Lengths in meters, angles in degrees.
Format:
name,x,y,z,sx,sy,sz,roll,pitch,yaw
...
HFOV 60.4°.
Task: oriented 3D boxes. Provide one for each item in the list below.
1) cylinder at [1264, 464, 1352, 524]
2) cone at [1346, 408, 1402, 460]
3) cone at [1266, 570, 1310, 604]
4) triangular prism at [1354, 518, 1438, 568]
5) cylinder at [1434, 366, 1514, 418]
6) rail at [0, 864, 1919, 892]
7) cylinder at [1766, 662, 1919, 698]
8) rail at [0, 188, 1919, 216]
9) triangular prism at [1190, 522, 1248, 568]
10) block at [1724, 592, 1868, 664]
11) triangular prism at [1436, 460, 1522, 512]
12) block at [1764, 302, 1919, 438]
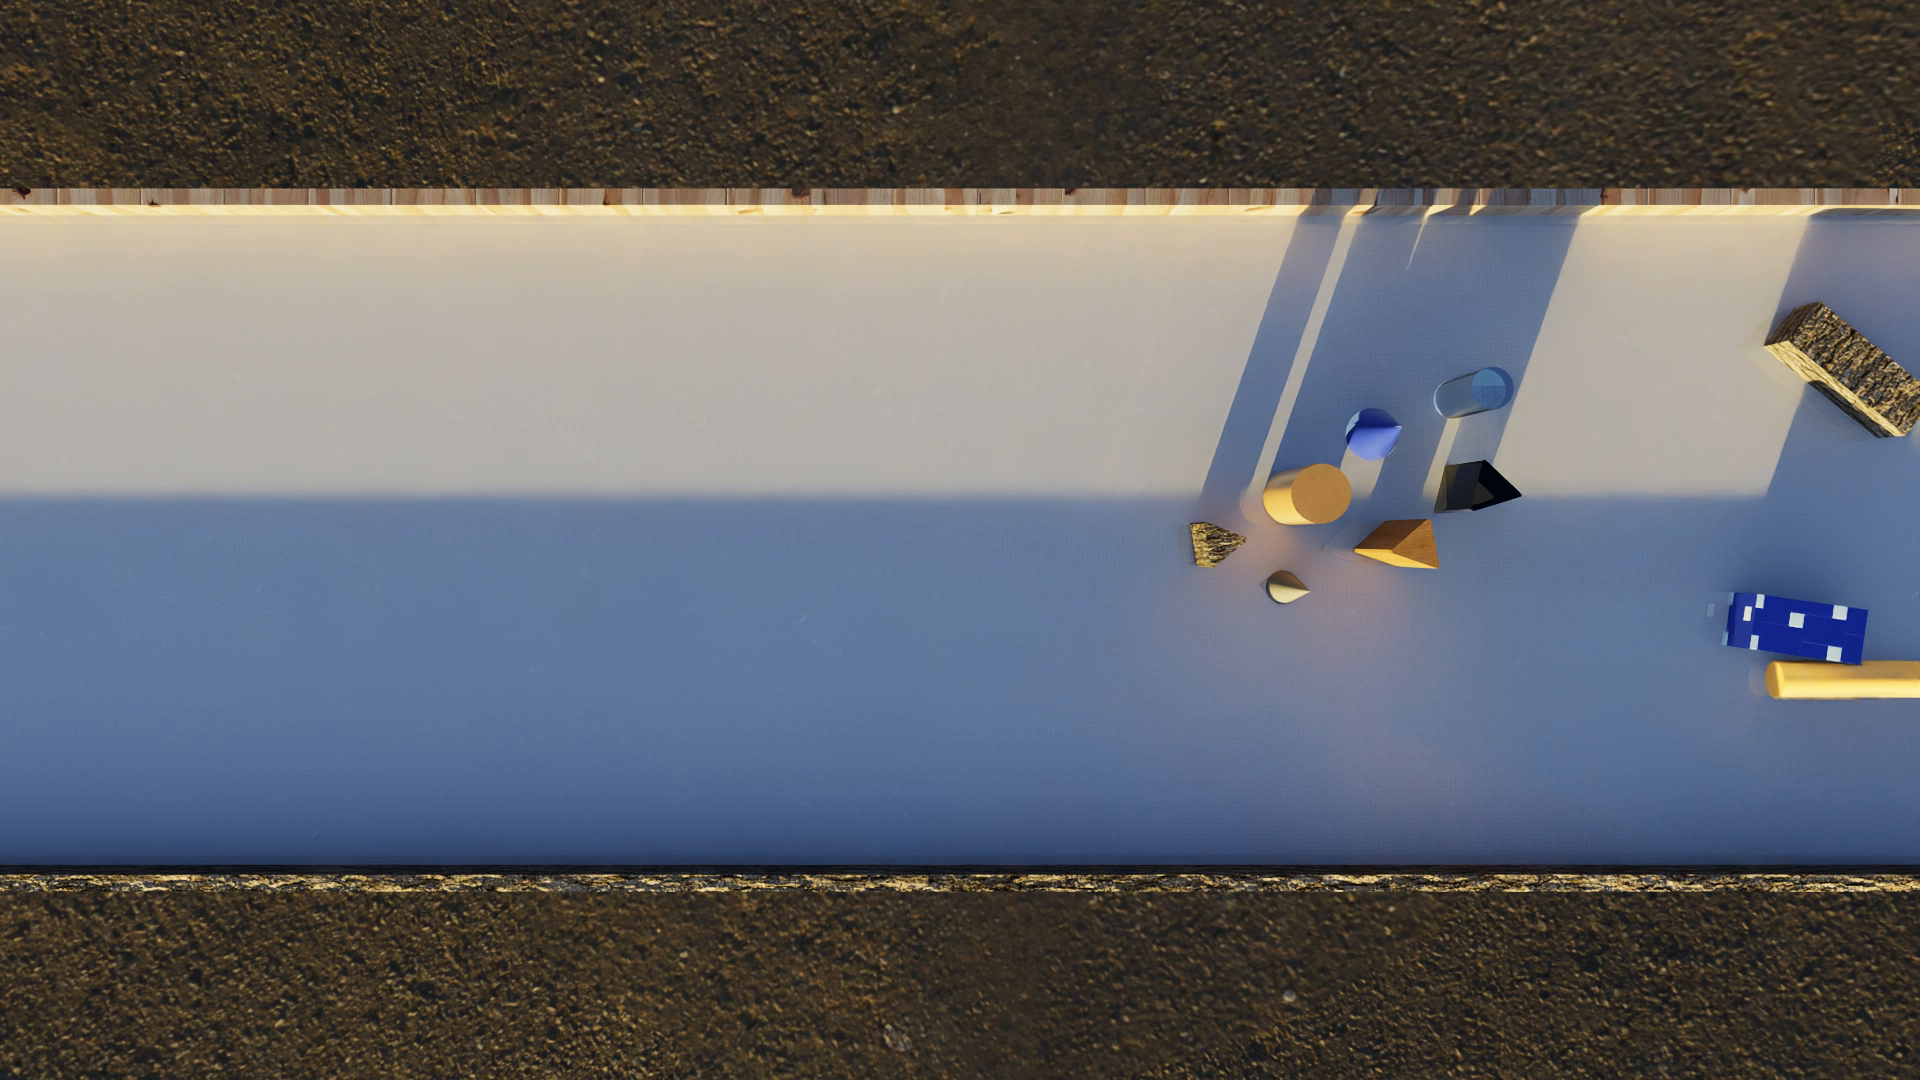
name,x,y,z,sx,sy,sz,roll,pitch,yaw
cylinder,1.017,-0.131,4.861,0.170,0.432,0.170,0,90,0
cone,1.269,-0.325,4.904,0.163,0.345,0.163,0,90,0
cone,0.992,0.145,4.872,0.104,0.409,0.104,0,90,0
triangular prism,1.295,-0.002,4.848,0.140,0.457,0.121,19,90,0
cylinder,1.518,-0.433,4.888,0.122,0.376,0.122,0,90,0
rail,-2.247,1.025,5.001,12.000,0.150,0.050,0,90,0
cylinder,2.702,0.427,5.021,0.441,0.111,0.111,0,90,0
rail,-2.247,-1.025,5.002,12.000,0.150,0.050,0,90,0
triangular prism,0.745,-0.006,4.926,0.132,0.301,0.115,-39,90,0
block,2.528,0.266,4.994,0.333,0.165,0.165,8,90,0
triangular prism,1.514,-0.167,4.892,0.148,0.369,0.128,-17,90,0
block,2.696,-0.513,5.001,0.451,0.152,0.152,39,90,0
